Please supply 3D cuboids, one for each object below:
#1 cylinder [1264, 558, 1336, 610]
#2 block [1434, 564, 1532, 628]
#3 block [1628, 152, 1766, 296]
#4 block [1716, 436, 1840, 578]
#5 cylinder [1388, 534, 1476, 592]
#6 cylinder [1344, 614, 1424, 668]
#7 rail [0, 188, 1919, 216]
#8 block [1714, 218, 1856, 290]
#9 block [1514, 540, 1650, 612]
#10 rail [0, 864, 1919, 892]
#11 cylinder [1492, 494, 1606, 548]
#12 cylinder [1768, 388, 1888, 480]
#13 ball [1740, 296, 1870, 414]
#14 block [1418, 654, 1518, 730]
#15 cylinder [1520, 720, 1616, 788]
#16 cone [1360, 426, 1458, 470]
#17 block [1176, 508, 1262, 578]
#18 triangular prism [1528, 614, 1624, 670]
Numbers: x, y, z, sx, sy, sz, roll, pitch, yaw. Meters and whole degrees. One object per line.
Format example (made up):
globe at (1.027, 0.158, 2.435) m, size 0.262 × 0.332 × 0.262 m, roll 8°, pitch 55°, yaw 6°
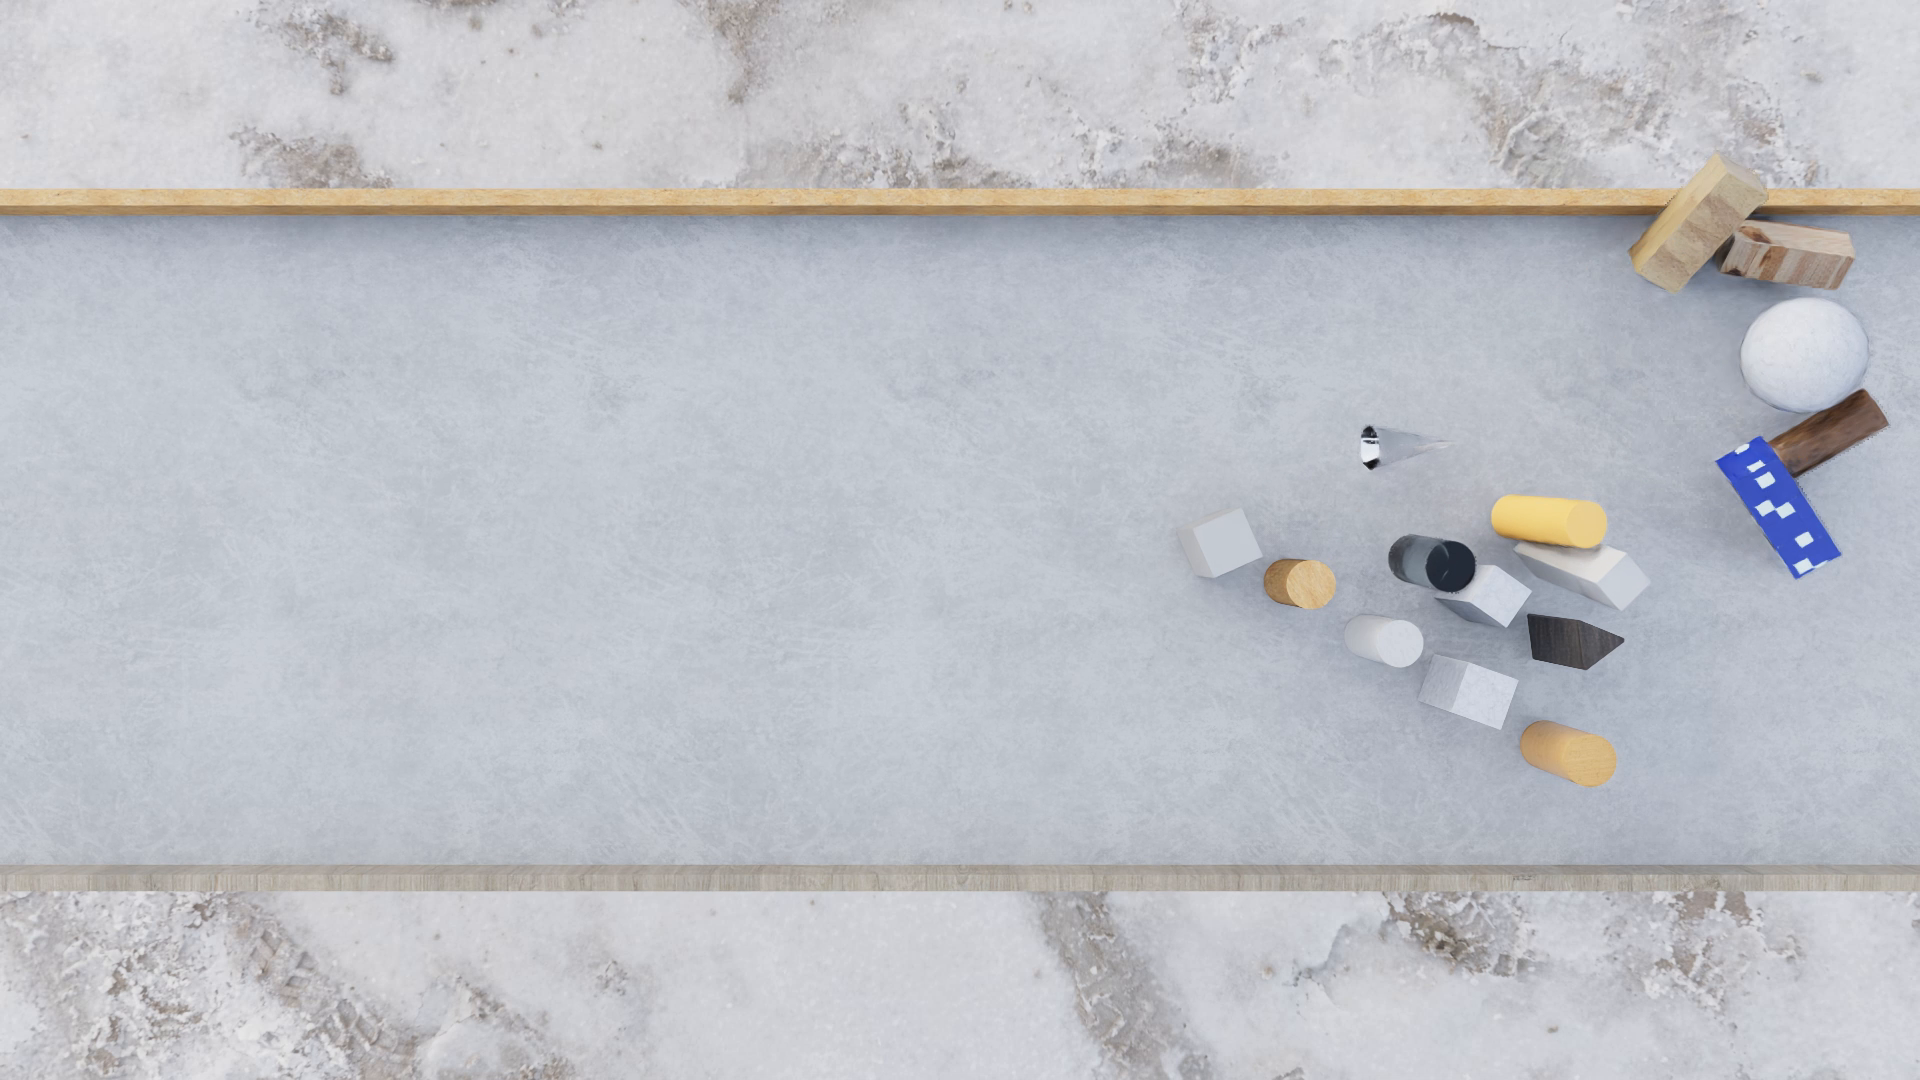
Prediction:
cylinder at (1.005, 0.128, 4.898) m, size 0.141 × 0.357 × 0.141 m, roll 0°, pitch 90°, yaw 0°
block at (1.546, 0.161, 4.894) m, size 0.127 × 0.366 × 0.127 m, roll 35°, pitch 90°, yaw 0°
block at (2.175, -0.933, 4.876) m, size 0.143 × 0.143 × 0.374 m, roll 27°, pitch 126°, yaw -10°
block at (2.439, -0.096, 4.916) m, size 0.143 × 0.143 × 0.411 m, roll -34°, pitch 112°, yaw 21°
cylinder at (1.402, 0.067, 4.913) m, size 0.150 × 0.313 × 0.150 m, roll 0°, pitch 94°, yaw -5°
cylinder at (1.249, 0.294, 4.880) m, size 0.134 × 0.393 × 0.134 m, roll 0°, pitch 90°, yaw 0°
rail at (-2.247, -1.025, 5.002) m, size 12.000 × 0.150 × 0.050 m, roll 0°, pitch 90°, yaw 0°
block at (2.473, -0.863, 4.958) m, size 0.351 × 0.125 × 0.125 m, roll 9°, pitch 47°, yaw 4°
block at (1.819, 0.075, 4.844) m, size 0.120 × 0.449 × 0.120 m, roll -45°, pitch 107°, yaw 0°
rail at (-2.247, 1.025, 5.001) m, size 12.000 × 0.150 × 0.050 m, roll 0°, pitch 90°, yaw 0°
cylinder at (1.736, -0.058, 4.877) m, size 0.135 × 0.377 × 0.135 m, roll -1°, pitch 95°, yaw -15°
cylinder at (2.580, -0.304, 4.955) m, size 0.350 × 0.134 × 0.134 m, roll -34°, pitch 90°, yaw 19°
ball at (2.444, -0.535, 4.778) m, size 0.337 × 0.337 × 0.337 m, roll 0°, pitch 90°, yaw 0°
block at (1.505, 0.448, 4.902) m, size 0.152 × 0.348 × 0.152 m, roll 20°, pitch 90°, yaw 0°
cylinder at (1.799, 0.630, 4.892) m, size 0.151 × 0.370 × 0.151 m, roll 0°, pitch 90°, yaw 0°
cone at (1.393, -0.290, 5.045) m, size 0.302 × 0.130 × 0.130 m, roll -4°, pitch 90°, yaw -12°
block at (0.765, 0.007, 4.893) m, size 0.153 × 0.367 × 0.153 m, roll -24°, pitch 90°, yaw 0°
triangular prism at (1.785, 0.276, 4.868) m, size 0.141 × 0.416 × 0.122 m, roll -37°, pitch 90°, yaw 0°
